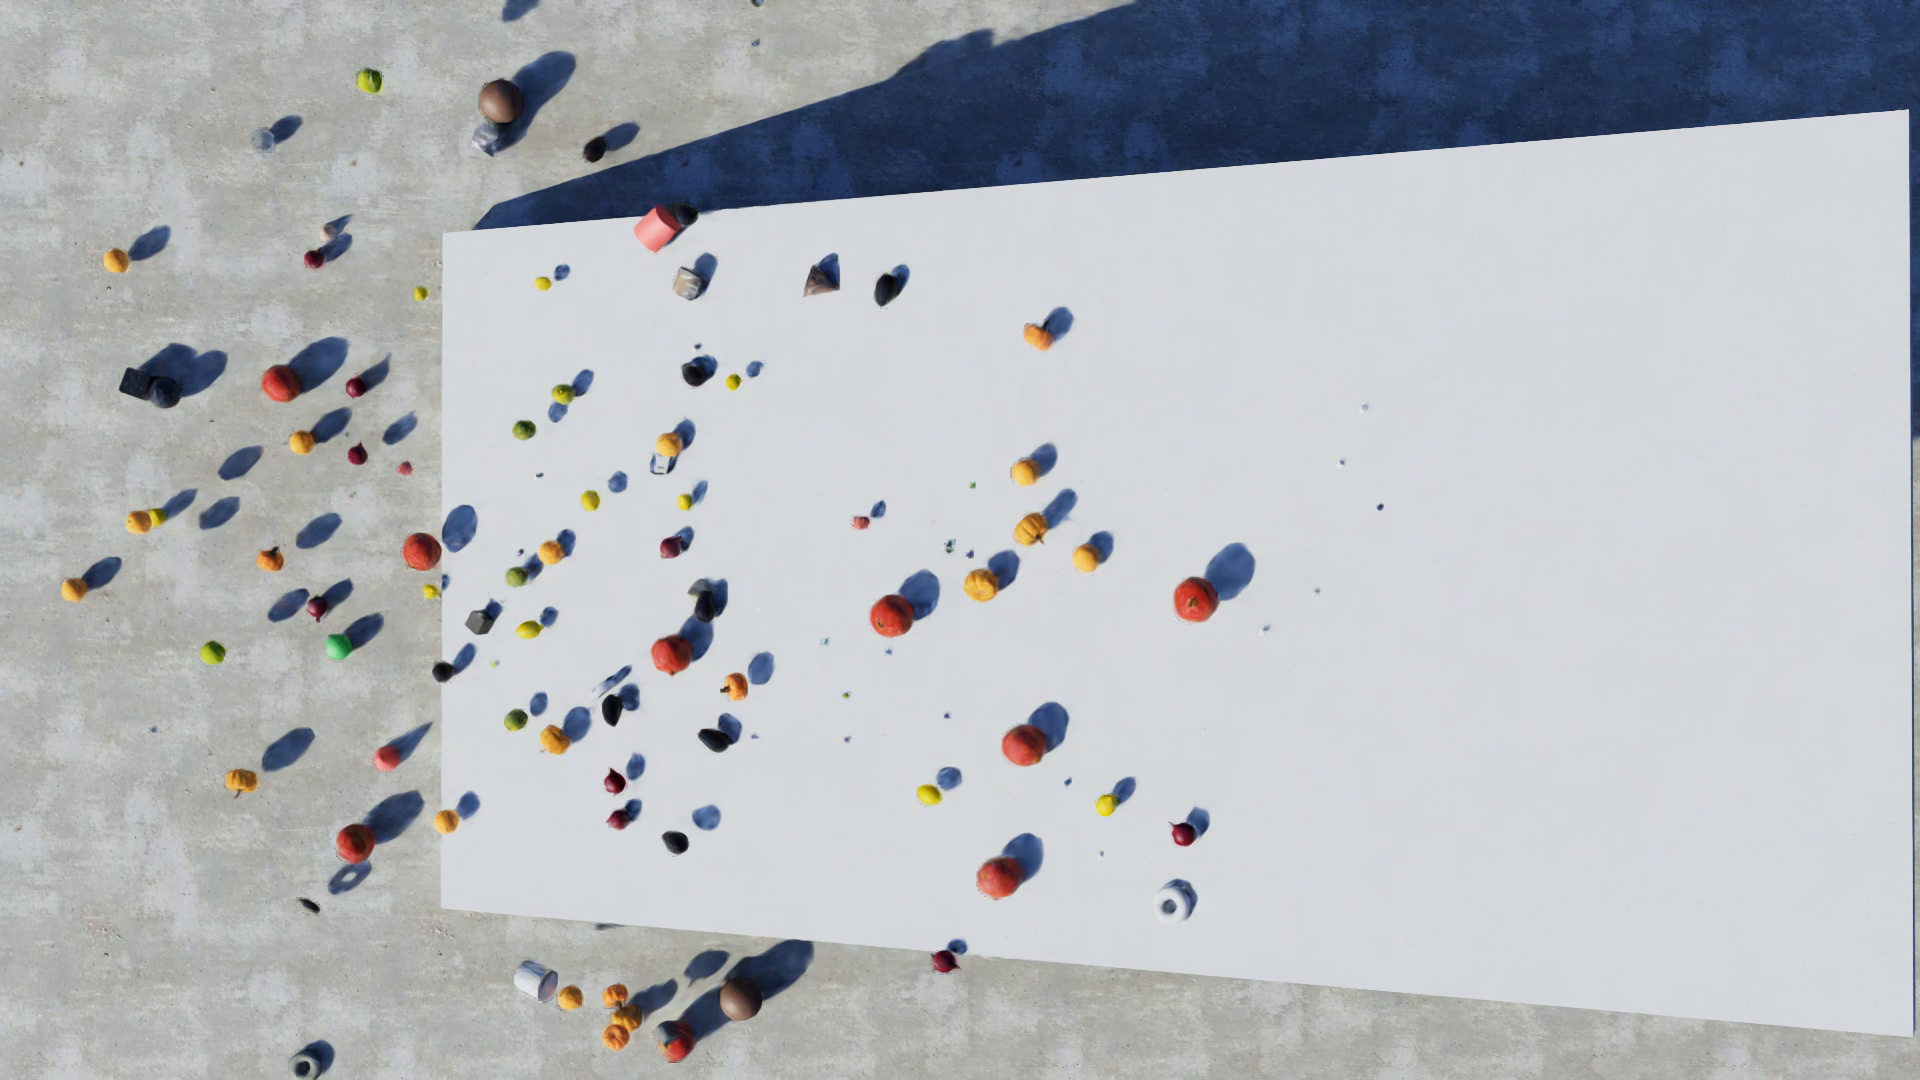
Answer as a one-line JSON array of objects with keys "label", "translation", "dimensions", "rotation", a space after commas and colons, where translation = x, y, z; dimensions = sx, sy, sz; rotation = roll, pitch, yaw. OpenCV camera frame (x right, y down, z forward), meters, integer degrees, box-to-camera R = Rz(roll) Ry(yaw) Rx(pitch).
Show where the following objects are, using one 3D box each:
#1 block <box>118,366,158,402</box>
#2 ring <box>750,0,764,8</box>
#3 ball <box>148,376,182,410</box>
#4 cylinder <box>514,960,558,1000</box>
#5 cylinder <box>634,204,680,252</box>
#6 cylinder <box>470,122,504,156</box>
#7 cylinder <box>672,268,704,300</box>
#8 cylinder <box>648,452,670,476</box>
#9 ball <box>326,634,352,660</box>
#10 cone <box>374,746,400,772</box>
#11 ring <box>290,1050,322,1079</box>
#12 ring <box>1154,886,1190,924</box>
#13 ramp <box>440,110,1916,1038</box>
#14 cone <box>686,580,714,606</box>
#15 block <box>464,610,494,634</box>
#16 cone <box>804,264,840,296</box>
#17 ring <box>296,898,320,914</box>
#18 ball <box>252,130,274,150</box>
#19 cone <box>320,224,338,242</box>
[{"label": "block", "translation": [-2.452, -0.466, 6.572], "dimensions": [0.077, 0.077, 0.077], "rotation": [21, 89, 0]}, {"label": "ring", "translation": [-0.625, -1.632, 6.576], "dimensions": [0.031, 0.093, 0.093], "rotation": [-40, 90, 4]}, {"label": "ball", "translation": [-2.369, -0.439, 6.555], "dimensions": [0.096, 0.096, 0.096], "rotation": [0, 89, 0]}, {"label": "cylinder", "translation": [-1.236, 1.284, 6.418], "dimensions": [0.091, 0.091, 0.091], "rotation": [18, 89, 29]}, {"label": "cylinder", "translation": [-0.844, -0.868, 6.126], "dimensions": [0.093, 0.093, 0.093], "rotation": [-40, 89, 24]}, {"label": "cylinder", "translation": [-1.415, -1.198, 6.573], "dimensions": [0.077, 0.077, 0.077], "rotation": [28, 90, 0]}, {"label": "cylinder", "translation": [-0.755, -0.710, 6.096], "dimensions": [0.070, 0.070, 0.070], "rotation": [25, 101, 0]}, {"label": "cylinder", "translation": [-0.839, -0.212, 6.142], "dimensions": [0.052, 0.052, 0.052], "rotation": [13, 100, 0]}, {"label": "ball", "translation": [-1.855, 0.319, 6.563], "dimensions": [0.077, 0.077, 0.077], "rotation": [0, 89, 0]}, {"label": "cone", "translation": [-1.716, 0.650, 6.540], "dimensions": [0.077, 0.077, 0.077], "rotation": [0, 83, 2]}, {"label": "ring", "translation": [-1.956, 1.574, 6.572], "dimensions": [0.097, 0.032, 0.097], "rotation": [0, 90, -1]}, {"label": "ring", "translation": [0.527, 0.908, 5.468], "dimensions": [0.098, 0.033, 0.098], "rotation": [0, 89, 28]}, {"label": "ramp", "translation": [0.280, 0.080, 5.673], "dimensions": [4.000, 0.100, 2.000], "rotation": [0, 89, 26]}, {"label": "cone", "translation": [-0.735, 0.146, 6.076], "dimensions": [0.076, 0.076, 0.076], "rotation": [0, 89, 26]}, {"label": "block", "translation": [-1.401, 0.240, 6.418], "dimensions": [0.052, 0.052, 0.052], "rotation": [38, 105, 22]}, {"label": "cone", "translation": [-0.364, -0.686, 5.921], "dimensions": [0.092, 0.092, 0.092], "rotation": [18, 89, -1]}, {"label": "ring", "translation": [-1.932, 1.086, 6.524], "dimensions": [0.075, 0.075, 0.025], "rotation": [28, 81, 0]}, {"label": "ball", "translation": [-2.086, -1.198, 6.586], "dimensions": [0.065, 0.065, 0.065], "rotation": [0, 89, 0]}, {"label": "cone", "translation": [-1.899, -0.925, 6.586], "dimensions": [0.058, 0.058, 0.058], "rotation": [0, 89, 0]}]
